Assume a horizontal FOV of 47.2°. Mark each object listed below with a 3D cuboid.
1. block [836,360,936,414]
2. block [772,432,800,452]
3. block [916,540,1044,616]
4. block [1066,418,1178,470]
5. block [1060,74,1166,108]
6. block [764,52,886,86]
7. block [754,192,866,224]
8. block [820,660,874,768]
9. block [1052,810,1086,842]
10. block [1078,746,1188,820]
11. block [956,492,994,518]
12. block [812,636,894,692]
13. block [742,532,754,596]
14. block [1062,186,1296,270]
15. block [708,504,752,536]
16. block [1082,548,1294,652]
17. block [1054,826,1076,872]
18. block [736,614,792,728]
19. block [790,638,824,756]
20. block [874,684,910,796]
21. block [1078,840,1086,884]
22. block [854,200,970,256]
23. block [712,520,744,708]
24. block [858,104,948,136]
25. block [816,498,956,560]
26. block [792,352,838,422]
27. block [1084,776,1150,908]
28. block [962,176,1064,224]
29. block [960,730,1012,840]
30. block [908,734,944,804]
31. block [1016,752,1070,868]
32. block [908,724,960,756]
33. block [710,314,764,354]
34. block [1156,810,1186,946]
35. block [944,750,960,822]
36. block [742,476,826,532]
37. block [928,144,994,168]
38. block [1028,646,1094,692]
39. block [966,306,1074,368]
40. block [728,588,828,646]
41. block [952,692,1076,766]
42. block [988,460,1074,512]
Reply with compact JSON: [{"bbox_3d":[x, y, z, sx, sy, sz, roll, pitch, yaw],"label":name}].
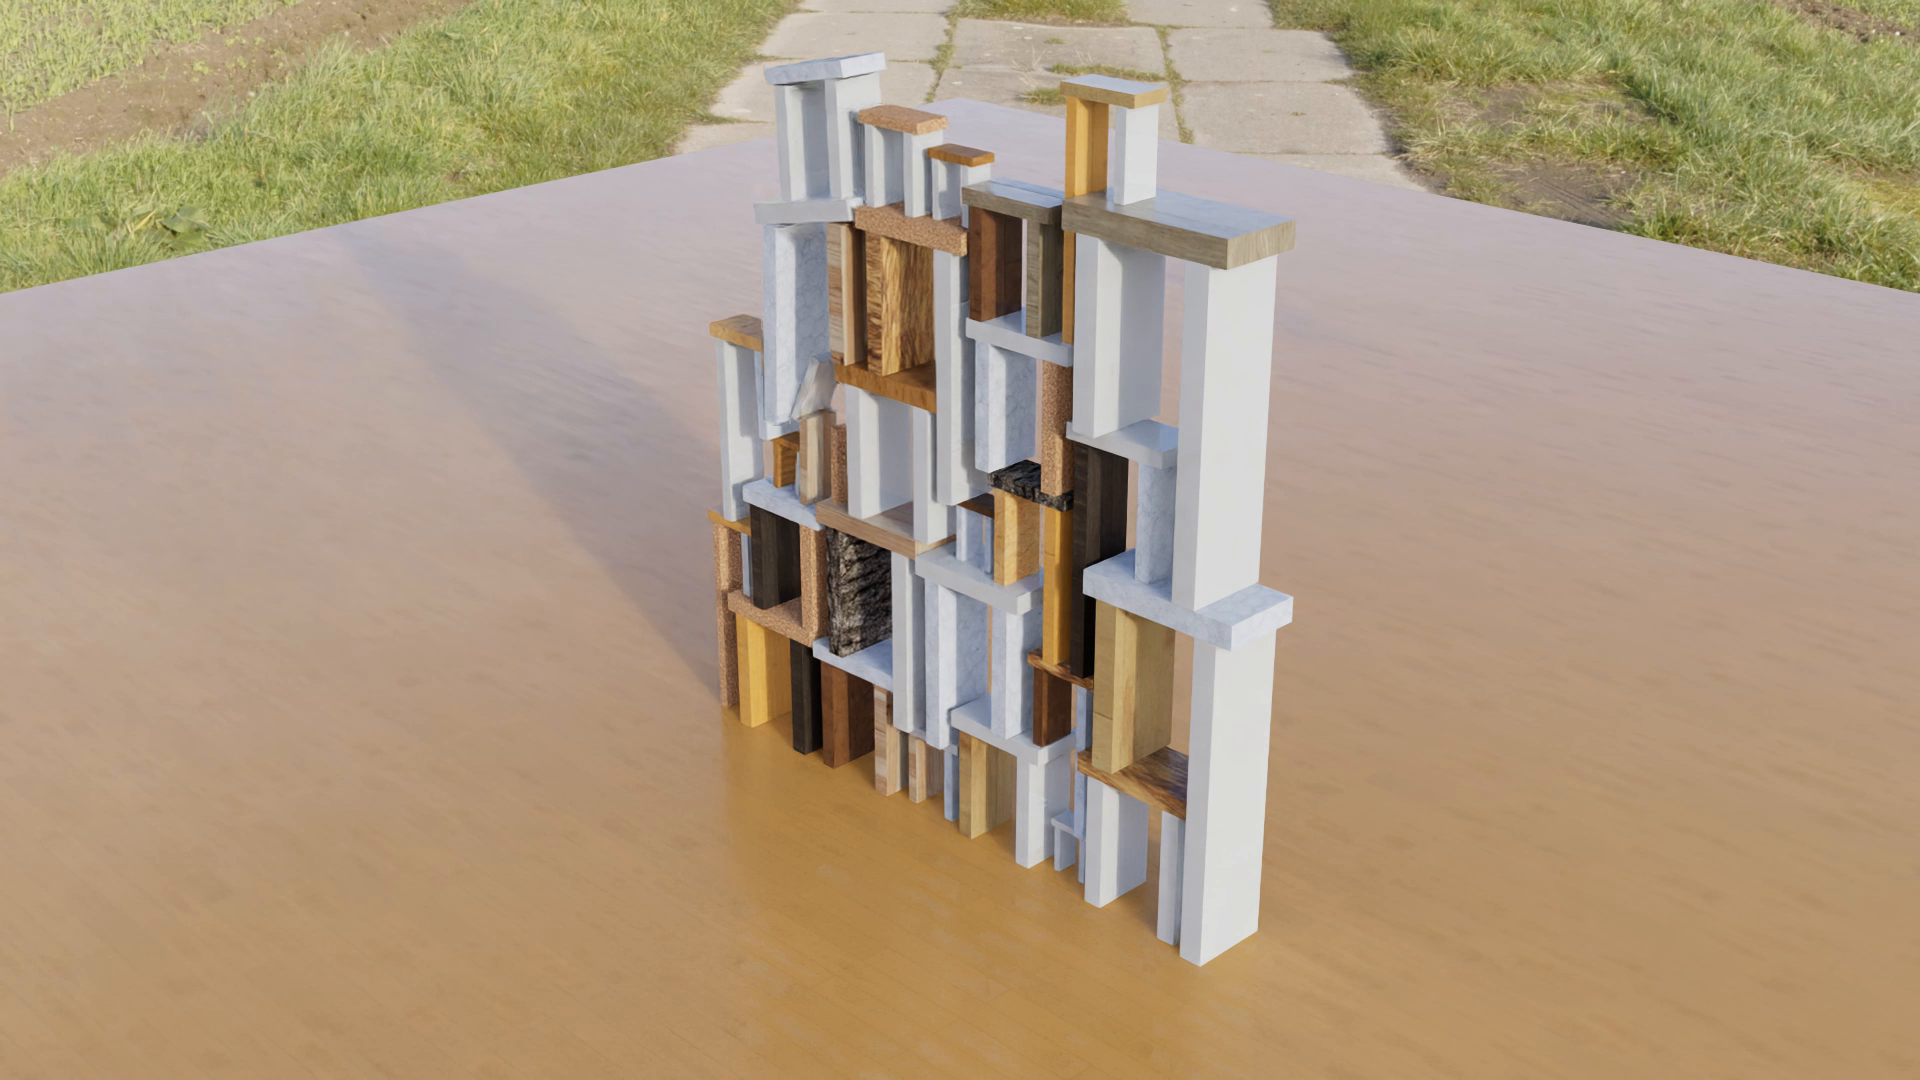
[{"bbox_3d":[-0.094,-0.308,4.197,0.273,0.039,0.136,21,31,40],"label":"block"},{"bbox_3d":[-0.341,-0.205,4.512,0.050,0.014,0.100,-19,28,-38],"label":"block"},{"bbox_3d":[0.057,0.067,4.184,0.269,0.038,0.135,21,31,40],"label":"block"},{"bbox_3d":[0.303,-0.179,3.820,0.110,0.031,0.220,-21,31,-41],"label":"block"},{"bbox_3d":[0.253,-0.742,3.636,0.162,0.023,0.081,21,31,40],"label":"block"},{"bbox_3d":[-0.252,-0.880,4.108,0.109,0.031,0.219,-22,20,-41],"label":"block"},{"bbox_3d":[-0.254,-0.640,4.215,0.138,0.039,0.275,-22,19,-40],"label":"block"},{"bbox_3d":[-0.234,0.348,4.629,0.035,0.244,0.122,21,31,40],"label":"block"},{"bbox_3d":[0.226,0.547,4.209,0.048,0.014,0.095,-21,31,-41],"label":"block"},{"bbox_3d":[0.359,0.428,4.016,0.268,0.038,0.134,21,31,41],"label":"block"},{"bbox_3d":[0.045,-0.069,4.148,0.112,0.016,0.056,21,31,40],"label":"block"},{"bbox_3d":[-0.175,0.242,4.523,0.244,0.035,0.122,20,31,40],"label":"block"},{"bbox_3d":[-0.431,0.043,4.705,0.072,0.144,0.020,-21,31,-41],"label":"block"},{"bbox_3d":[0.357,-0.520,3.620,0.352,0.050,0.176,21,31,41],"label":"block"},{"bbox_3d":[-0.465,-0.046,4.704,0.072,0.020,0.144,-21,31,-41],"label":"block"},{"bbox_3d":[0.395,0.096,3.835,0.334,0.047,0.167,21,31,41],"label":"block"},{"bbox_3d":[0.204,0.589,4.251,0.014,0.095,0.048,21,31,41],"label":"block"},{"bbox_3d":[-0.421,0.265,4.799,0.037,0.264,0.132,21,31,41],"label":"block"},{"bbox_3d":[-0.296,0.314,4.684,0.037,0.264,0.132,21,31,41],"label":"block"},{"bbox_3d":[-0.119,0.393,4.523,0.035,0.244,0.122,21,31,40],"label":"block"},{"bbox_3d":[0.249,0.606,4.210,0.048,0.095,0.014,-21,31,-41],"label":"block"},{"bbox_3d":[-0.048,-0.579,4.031,0.275,0.039,0.138,21,31,40],"label":"block"},{"bbox_3d":[-0.499,0.155,4.827,0.020,0.445,0.072,21,31,41],"label":"block"},{"bbox_3d":[-0.104,-0.765,3.996,0.154,0.022,0.077,21,31,40],"label":"block"},{"bbox_3d":[-0.138,-0.037,4.358,0.283,0.040,0.142,21,31,40],"label":"block"},{"bbox_3d":[-0.281,-0.308,4.395,0.078,0.157,0.022,-20,55,-42],"label":"block"},{"bbox_3d":[0.296,0.544,4.134,0.038,0.268,0.134,21,31,41],"label":"block"},{"bbox_3d":[0.113,-0.593,3.841,0.104,0.029,0.208,-21,31,-40],"label":"block"},{"bbox_3d":[0.052,0.466,4.364,0.033,0.233,0.117,21,31,41],"label":"block"},{"bbox_3d":[-0.069,0.453,4.494,0.077,0.155,0.022,-21,31,-40],"label":"block"},{"bbox_3d":[0.161,0.509,4.263,0.033,0.233,0.117,21,31,41],"label":"block"},{"bbox_3d":[-0.033,0.386,4.425,0.077,0.022,0.155,-21,31,-40],"label":"block"},{"bbox_3d":[-0.417,-0.421,4.495,0.093,0.026,0.186,-21,31,-40],"label":"block"},{"bbox_3d":[0.423,0.594,4.018,0.038,0.268,0.134,21,31,41],"label":"block"},{"bbox_3d":[0.004,0.482,4.426,0.077,0.155,0.022,-21,31,-40],"label":"block"},{"bbox_3d":[-0.328,-0.081,4.540,0.234,0.033,0.117,21,31,41],"label":"block"},{"bbox_3d":[0.002,-0.688,3.930,0.112,0.016,0.056,21,31,40],"label":"block"},{"bbox_3d":[0.214,0.232,4.085,0.081,0.023,0.163,-21,31,-41],"label":"block"},{"bbox_3d":[0.142,-0.366,3.920,0.124,0.035,0.248,-21,31,-40],"label":"block"},{"bbox_3d":[-0.359,0.151,4.683,0.264,0.037,0.132,21,31,41],"label":"block"},{"bbox_3d":[0.107,0.365,4.262,0.233,0.033,0.117,21,31,41],"label":"block"},{"bbox_3d":[0.151,-0.101,4.010,0.095,0.027,0.190,-21,31,-40],"label":"block"}]
